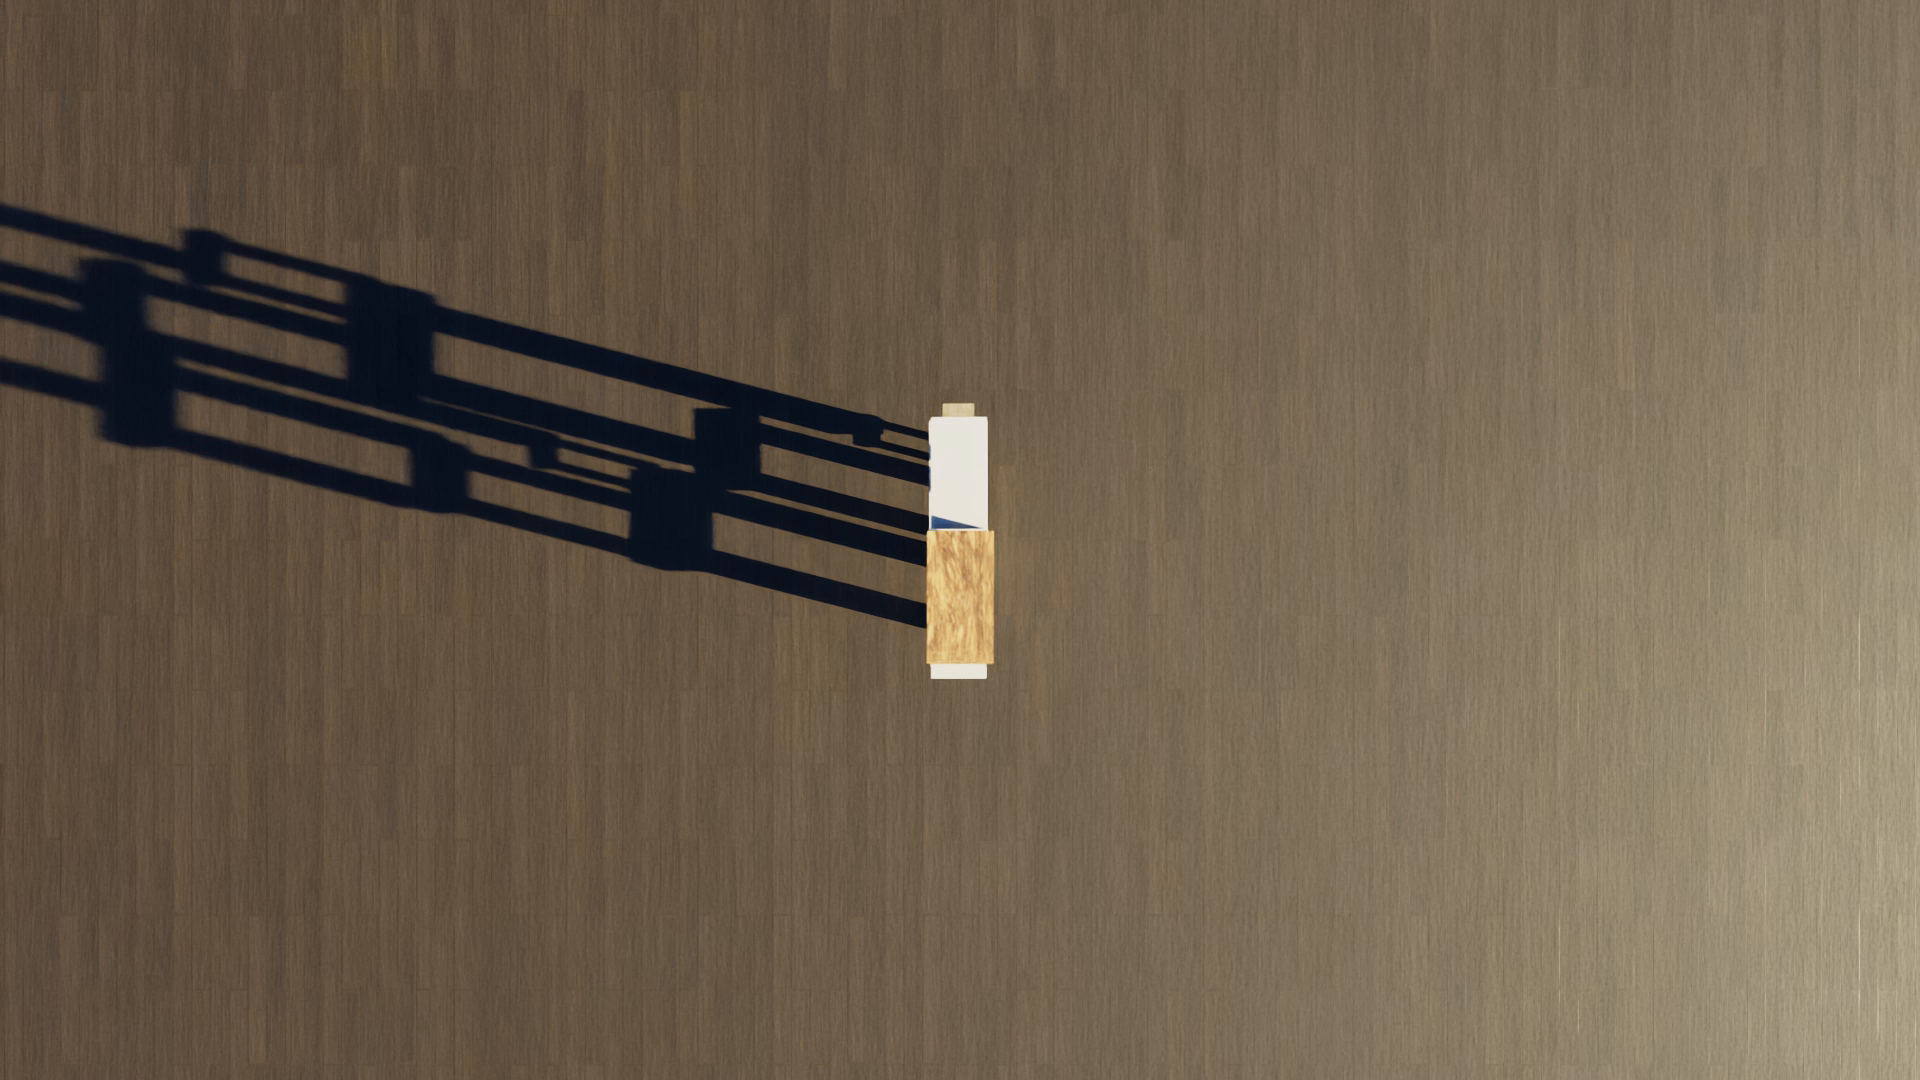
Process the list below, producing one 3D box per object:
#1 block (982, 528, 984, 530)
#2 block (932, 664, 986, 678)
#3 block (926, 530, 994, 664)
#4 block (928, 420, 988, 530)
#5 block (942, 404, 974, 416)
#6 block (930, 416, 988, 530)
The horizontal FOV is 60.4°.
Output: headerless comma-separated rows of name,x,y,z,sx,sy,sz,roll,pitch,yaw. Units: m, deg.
block,-0.002,-0.065,4.531,0.137,0.039,0.274,0,90,0
block,-0.003,0.229,4.561,0.152,0.043,0.304,0,90,0
block,0.001,0.144,4.154,0.167,0.047,0.334,0,90,0
block,-0.005,-0.177,4.848,0.172,0.049,0.344,0,90,0
block,-0.004,-0.294,4.635,0.088,0.025,0.176,0,90,0
block,-0.002,-0.170,4.207,0.142,0.040,0.284,0,90,0
